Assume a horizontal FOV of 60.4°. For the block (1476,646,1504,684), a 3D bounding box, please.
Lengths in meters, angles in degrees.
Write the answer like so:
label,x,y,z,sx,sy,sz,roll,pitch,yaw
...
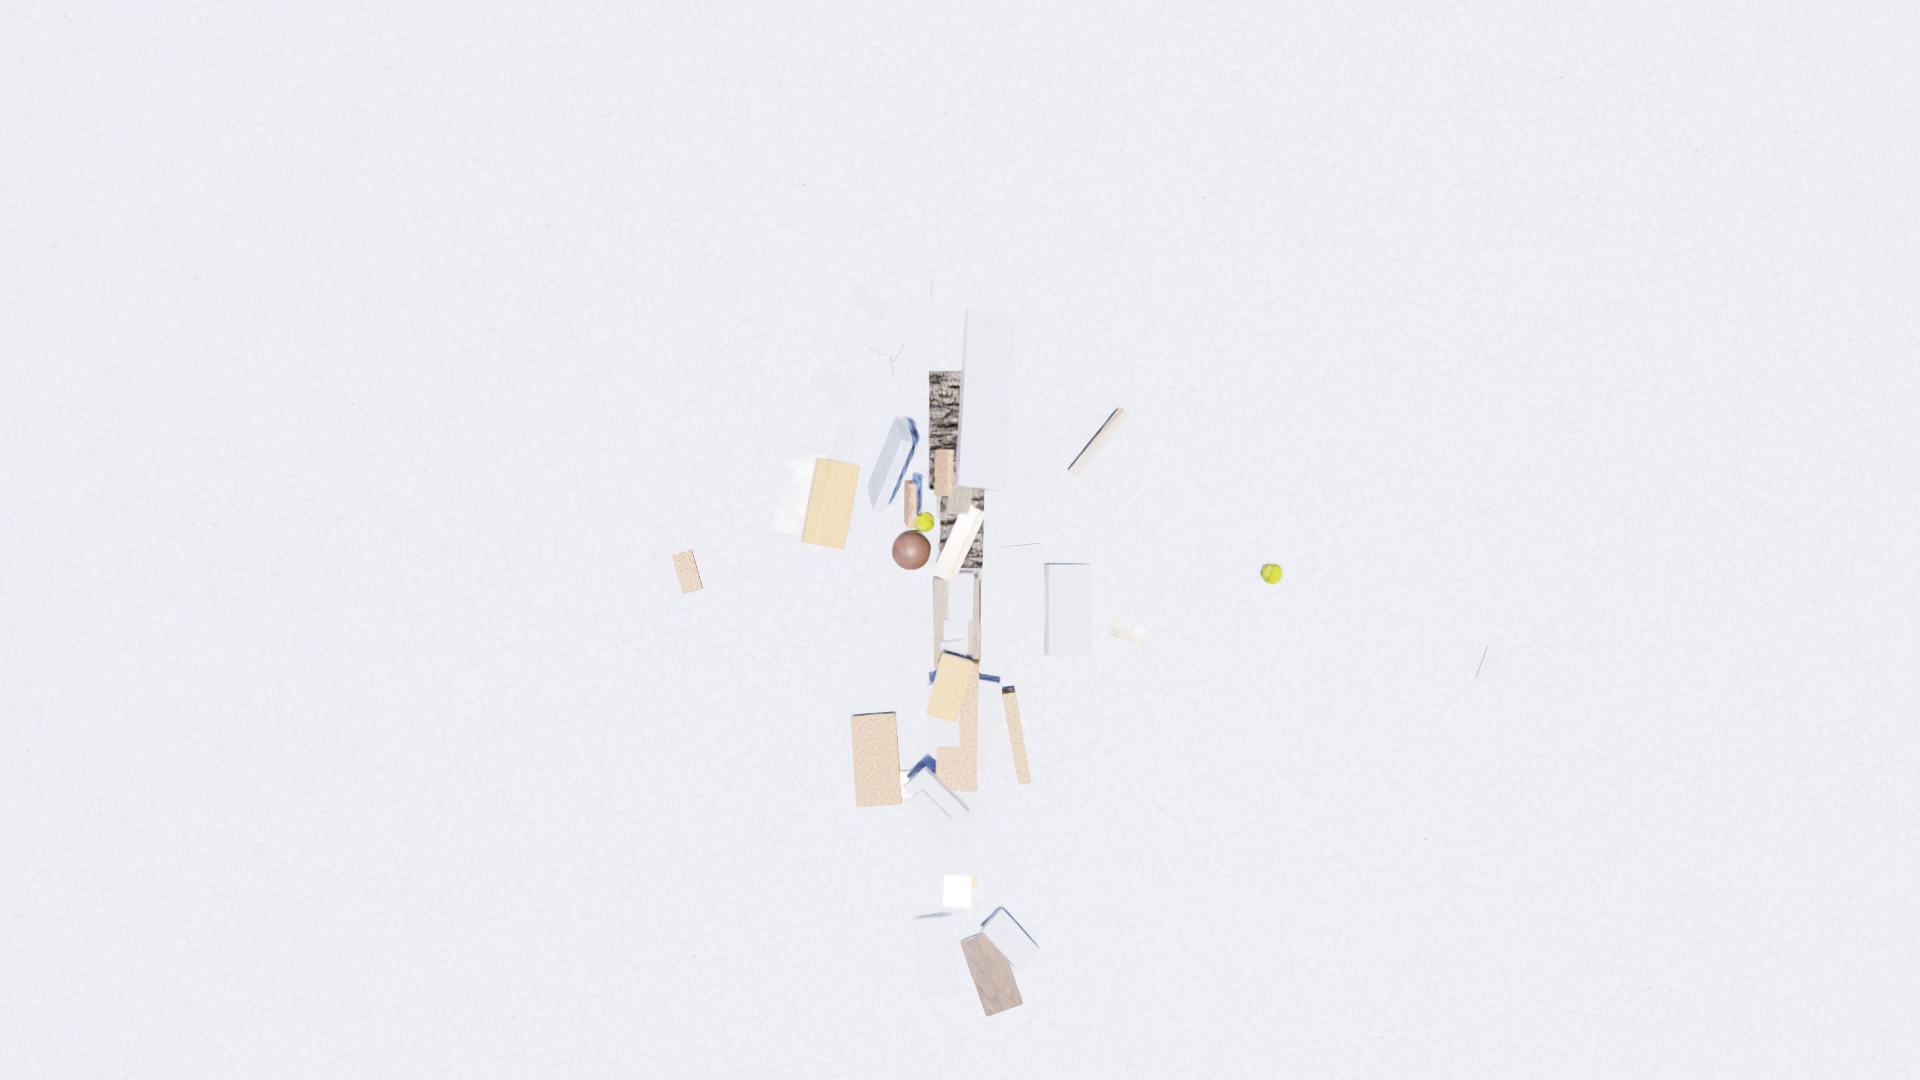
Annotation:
label,x,y,z,sx,sy,sz,roll,pitch,yaw
block,1.763,0.416,5.492,0.056,0.016,0.112,21,90,0

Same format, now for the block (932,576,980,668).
label,x,y,z,sx,sy,sz,roll,pitch,yaw
block,-0.012,0.265,5.313,0.148,0.042,0.297,-1,103,1

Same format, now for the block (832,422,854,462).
label,x,y,z,sx,sy,sz,roll,pitch,yaw
block,-0.391,-0.325,5.491,0.064,0.018,0.128,4,90,0

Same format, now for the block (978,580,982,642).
label,x,y,z,sx,sy,sz,roll,pitch,yaw
block,-0.005,0.266,5.405,0.149,0.042,0.297,0,121,0

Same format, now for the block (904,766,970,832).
label,x,y,z,sx,sy,sz,roll,pitch,yaw
block,-0.075,0.832,5.302,0.203,0.029,0.101,45,110,-6

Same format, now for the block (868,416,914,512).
label,x,y,z,sx,sy,sz,roll,pitch,yaw
block,-0.211,-0.226,4.966,0.037,0.131,0.262,12,123,-20

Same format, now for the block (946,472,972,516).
label,x,y,z,sx,sy,sz,roll,pitch,yaw
block,0.001,-0.135,4.775,0.067,0.019,0.134,6,125,-4

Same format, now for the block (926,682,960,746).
label,x,y,z,sx,sy,sz,roll,pitch,yaw
block,-0.054,0.556,5.252,0.101,0.029,0.203,-1,100,2

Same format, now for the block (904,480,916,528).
label,x,y,z,sx,sy,sz,roll,pitch,yaw
block,-0.148,-0.108,4.909,0.019,0.067,0.133,-2,106,-14

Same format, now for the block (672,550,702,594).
label,x,y,z,sx,sy,sz,roll,pitch,yaw
block,-0.907,0.107,5.490,0.068,0.019,0.136,-16,90,0

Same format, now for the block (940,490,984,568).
label,x,y,z,sx,sy,sz,roll,pitch,yaw
block,0.006,-0.047,4.897,0.130,0.037,0.261,1,94,0

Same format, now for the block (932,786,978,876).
label,x,y,z,sx,sy,sz,roll,pitch,yaw
block,-0.018,0.946,5.366,0.146,0.041,0.292,1,98,0

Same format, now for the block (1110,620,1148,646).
label,x,y,z,sx,sy,sz,roll,pitch,yaw
block,0.563,0.309,5.492,0.112,0.016,0.056,19,90,0

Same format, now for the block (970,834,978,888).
label,x,y,z,sx,sy,sz,roll,pitch,yaw
block,0.009,1.056,5.486,0.098,0.028,0.195,0,90,0

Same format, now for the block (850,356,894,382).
label,x,y,z,sx,sy,sz,roll,pitch,yaw
block,-0.294,-0.570,5.481,0.136,0.019,0.068,-8,97,5

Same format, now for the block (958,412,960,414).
label,x,y,z,sx,sy,sz,roll,pitch,yaw
block,0.051,-0.317,4.758,0.067,0.019,0.133,-23,90,-17

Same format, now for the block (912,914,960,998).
label,x,y,z,sx,sy,sz,roll,pitch,yaw
block,-0.078,1.383,5.482,0.131,0.037,0.261,-6,90,0

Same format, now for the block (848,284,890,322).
label,x,y,z,sx,sy,sz,roll,pitch,yaw
block,-0.305,-0.788,5.491,0.128,0.018,0.064,37,90,0

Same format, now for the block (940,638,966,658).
label,x,y,z,sx,sy,sz,roll,pitch,yaw
block,-0.016,0.395,5.288,0.076,0.022,0.152,-6,103,2

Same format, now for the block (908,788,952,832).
label,x,y,z,sx,sy,sz,roll,pitch,yaw
block,-0.097,0.866,5.292,0.067,0.019,0.134,-42,96,20

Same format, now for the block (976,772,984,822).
label,x,y,z,sx,sy,sz,roll,pitch,yaw
block,0.005,0.714,5.395,0.146,0.041,0.404,3,92,0

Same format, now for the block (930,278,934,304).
label,x,y,z,sx,sy,sz,roll,pitch,yaw
block,-0.002,-0.744,5.205,0.173,0.589,0.049,0,88,0

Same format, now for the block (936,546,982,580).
label,x,y,z,sx,sy,sz,roll,pitch,yaw
block,-0.003,0.117,5.365,0.148,0.297,0.042,0,56,0

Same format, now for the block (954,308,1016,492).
label,x,y,z,sx,sy,sz,roll,pitch,yaw
block,0.073,-0.403,4.743,0.142,0.040,0.518,5,83,-15

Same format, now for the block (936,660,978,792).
label,x,y,z,sx,sy,sz,roll,pitch,yaw
block,-0.008,0.597,5.291,0.131,0.037,0.420,1,100,1

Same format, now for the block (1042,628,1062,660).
label,x,y,z,sx,sy,sz,roll,pitch,yaw
block,0.320,0.337,5.492,0.056,0.016,0.112,-20,90,0

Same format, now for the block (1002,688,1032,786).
label,x,y,z,sx,sy,sz,roll,pitch,yaw
block,0.186,0.645,5.425,0.042,0.149,0.299,-10,90,0

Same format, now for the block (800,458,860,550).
label,x,y,z,sx,sy,sz,roll,pitch,yaw
block,-0.430,-0.119,5.454,0.142,0.040,0.284,10,90,-23

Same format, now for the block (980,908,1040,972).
label,x,y,z,sx,sy,sz,roll,pitch,yaw
block,0.167,1.326,5.459,0.098,0.028,0.195,-44,98,-18

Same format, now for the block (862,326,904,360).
label,x,y,z,sx,sy,sz,roll,pitch,yaw
block,-0.258,-0.655,5.491,0.128,0.018,0.064,30,90,0

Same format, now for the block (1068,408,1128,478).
label,x,y,z,sx,sy,sz,roll,pitch,yaw
block,0.455,-0.321,5.435,0.037,0.131,0.262,39,90,0

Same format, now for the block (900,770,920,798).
label,x,y,z,sx,sy,sz,roll,pitch,yaw
block,-0.192,0.814,5.488,0.175,0.025,0.087,-5,90,0

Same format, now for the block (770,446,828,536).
label,x,y,z,sx,sy,sz,roll,pitch,yaw
block,-0.533,-0.159,5.480,0.142,0.040,0.284,11,90,0

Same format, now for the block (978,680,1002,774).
label,x,y,z,sx,sy,sz,roll,pitch,yaw
block,0.037,0.597,5.348,0.146,0.041,0.292,10,92,0

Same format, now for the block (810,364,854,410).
label,x,y,z,sx,sy,sz,roll,pitch,yaw
block,-0.426,-0.510,5.490,0.142,0.019,0.068,43,90,0

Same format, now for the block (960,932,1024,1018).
label,x,y,z,sx,sy,sz,roll,pitch,yaw
block,0.105,1.436,5.482,0.131,0.037,0.261,-19,90,0

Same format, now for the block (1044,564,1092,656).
label,x,y,z,sx,sy,sz,roll,pitch,yaw
block,0.358,0.231,5.459,0.149,0.042,0.299,0,90,-16

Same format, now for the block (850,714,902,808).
label,x,y,z,sx,sy,sz,roll,pitch,yaw
block,-0.278,0.729,5.460,0.149,0.042,0.299,-4,83,0

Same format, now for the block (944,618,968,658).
label,x,y,z,sx,sy,sz,roll,pitch,yaw
block,-0.013,0.328,5.295,0.076,0.022,0.152,0,103,0

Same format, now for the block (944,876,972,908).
label,x,y,z,sx,sy,sz,roll,pitch,yaw
block,-0.002,1.001,5.428,0.087,0.025,0.402,2,85,0

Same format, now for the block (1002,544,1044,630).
label,x,y,z,sx,sy,sz,roll,pitch,yaw
block,0.216,0.155,5.481,0.131,0.037,0.276,-6,90,0

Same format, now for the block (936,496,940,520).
label,x,y,z,sx,sy,sz,roll,pitch,yaw
block,-0.003,-0.141,5.356,0.147,0.294,0.042,0,67,0

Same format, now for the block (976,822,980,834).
label,x,y,z,sx,sy,sz,roll,pitch,yaw
block,-0.008,1.015,5.453,0.098,0.028,0.195,16,85,2

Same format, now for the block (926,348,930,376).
label,x,y,z,sx,sy,sz,roll,pitch,yaw
block,-0.013,-0.550,5.089,0.173,0.347,0.049,2,103,0

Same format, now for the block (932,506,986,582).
label,x,y,z,sx,sy,sz,roll,pitch,yaw
block,-0.002,0.009,4.873,0.067,0.019,0.227,25,94,-2

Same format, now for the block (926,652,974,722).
label,x,y,z,sx,sy,sz,roll,pitch,yaw
block,-0.034,0.466,5.207,0.101,0.029,0.203,15,100,-1

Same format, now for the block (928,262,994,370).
label,x,y,z,sx,sy,sz,roll,pitch,yaw
block,0.002,-0.644,4.886,0.173,0.049,0.346,4,91,0

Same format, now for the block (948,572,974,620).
label,x,y,z,sx,sy,sz,roll,pitch,yaw
block,0.003,0.179,5.261,0.076,0.022,0.152,2,103,0

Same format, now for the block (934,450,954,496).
label,x,y,z,sx,sy,sz,roll,pitch,yaw
block,-0.047,-0.192,4.744,0.019,0.067,0.133,2,90,-33

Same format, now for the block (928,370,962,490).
label,x,y,z,sx,sy,sz,roll,pitch,yaw
block,-0.004,-0.320,4.801,0.171,0.048,0.342,0,90,0
